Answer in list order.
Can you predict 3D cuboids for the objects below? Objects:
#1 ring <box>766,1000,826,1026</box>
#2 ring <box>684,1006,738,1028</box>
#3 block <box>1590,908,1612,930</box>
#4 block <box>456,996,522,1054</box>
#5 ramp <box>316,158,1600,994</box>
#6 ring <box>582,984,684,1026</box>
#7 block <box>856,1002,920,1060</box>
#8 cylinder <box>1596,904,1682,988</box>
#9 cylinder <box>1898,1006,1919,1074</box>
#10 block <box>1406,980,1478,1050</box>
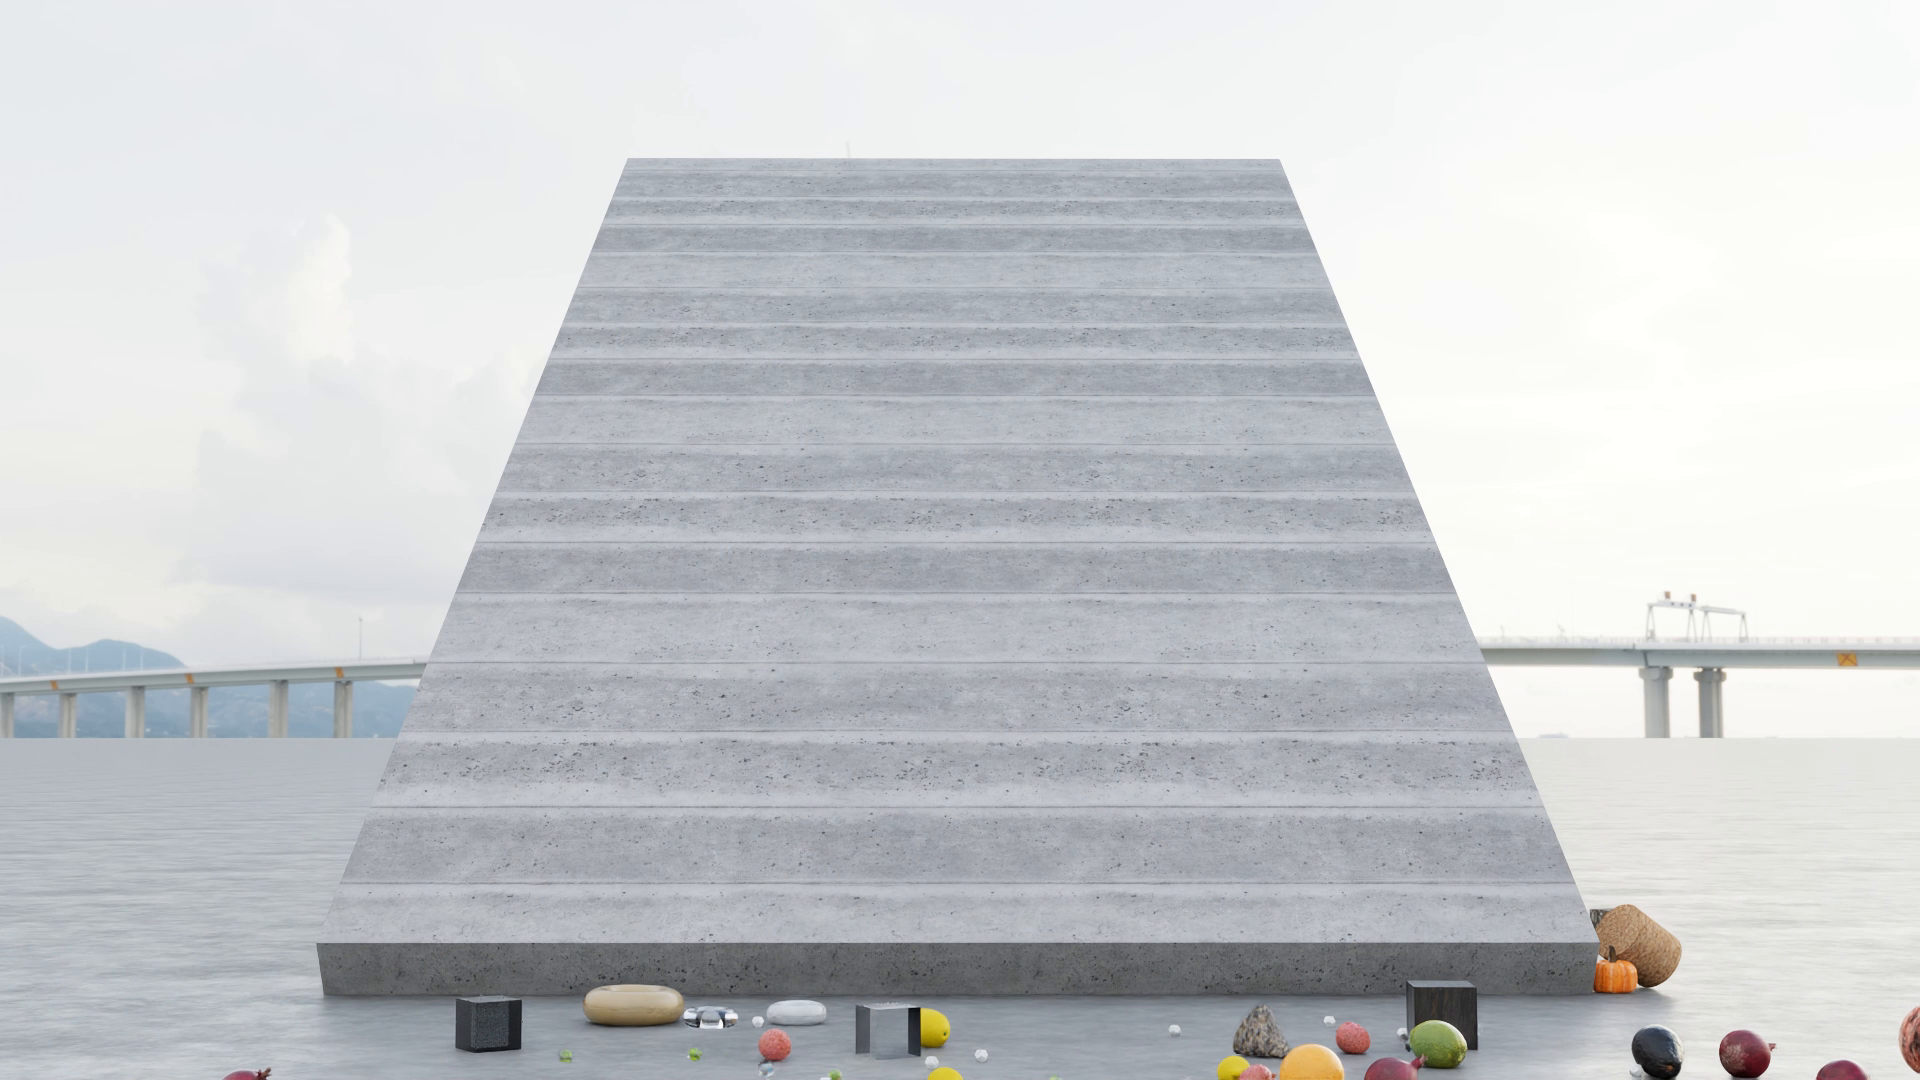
[{"bbox_3d":[-0.232,0.673,3.364,0.085,0.028,0.085,0,-3,0],"label":"ring"},{"bbox_3d":[-0.351,0.671,3.329,0.077,0.026,0.077,1,-5,0],"label":"ring"},{"bbox_3d":[1.319,0.777,4.810,0.053,0.053,0.053,2,-5,-27],"label":"block"},{"bbox_3d":[-0.617,0.633,3.096,0.064,0.064,0.064,3,-6,-35],"label":"block"},{"bbox_3d":[-0.010,-0.227,5.496,2.000,0.100,4.000,0,27,0],"label":"ramp"},{"bbox_3d":[-0.466,0.664,3.378,0.145,0.048,0.145,1,-5,0],"label":"ring"},{"bbox_3d":[-0.092,0.628,3.031,0.063,0.063,0.063,2,-5,-27],"label":"block"},{"bbox_3d":[1.097,0.657,3.831,0.098,0.098,0.098,36,-19,-20],"label":"cylinder"},{"bbox_3d":[1.169,0.594,2.785,0.091,0.091,0.091,0,-5,-4],"label":"cylinder"},{"bbox_3d":[0.636,0.627,3.124,0.081,0.081,0.081,0,-5,3],"label":"block"}]
